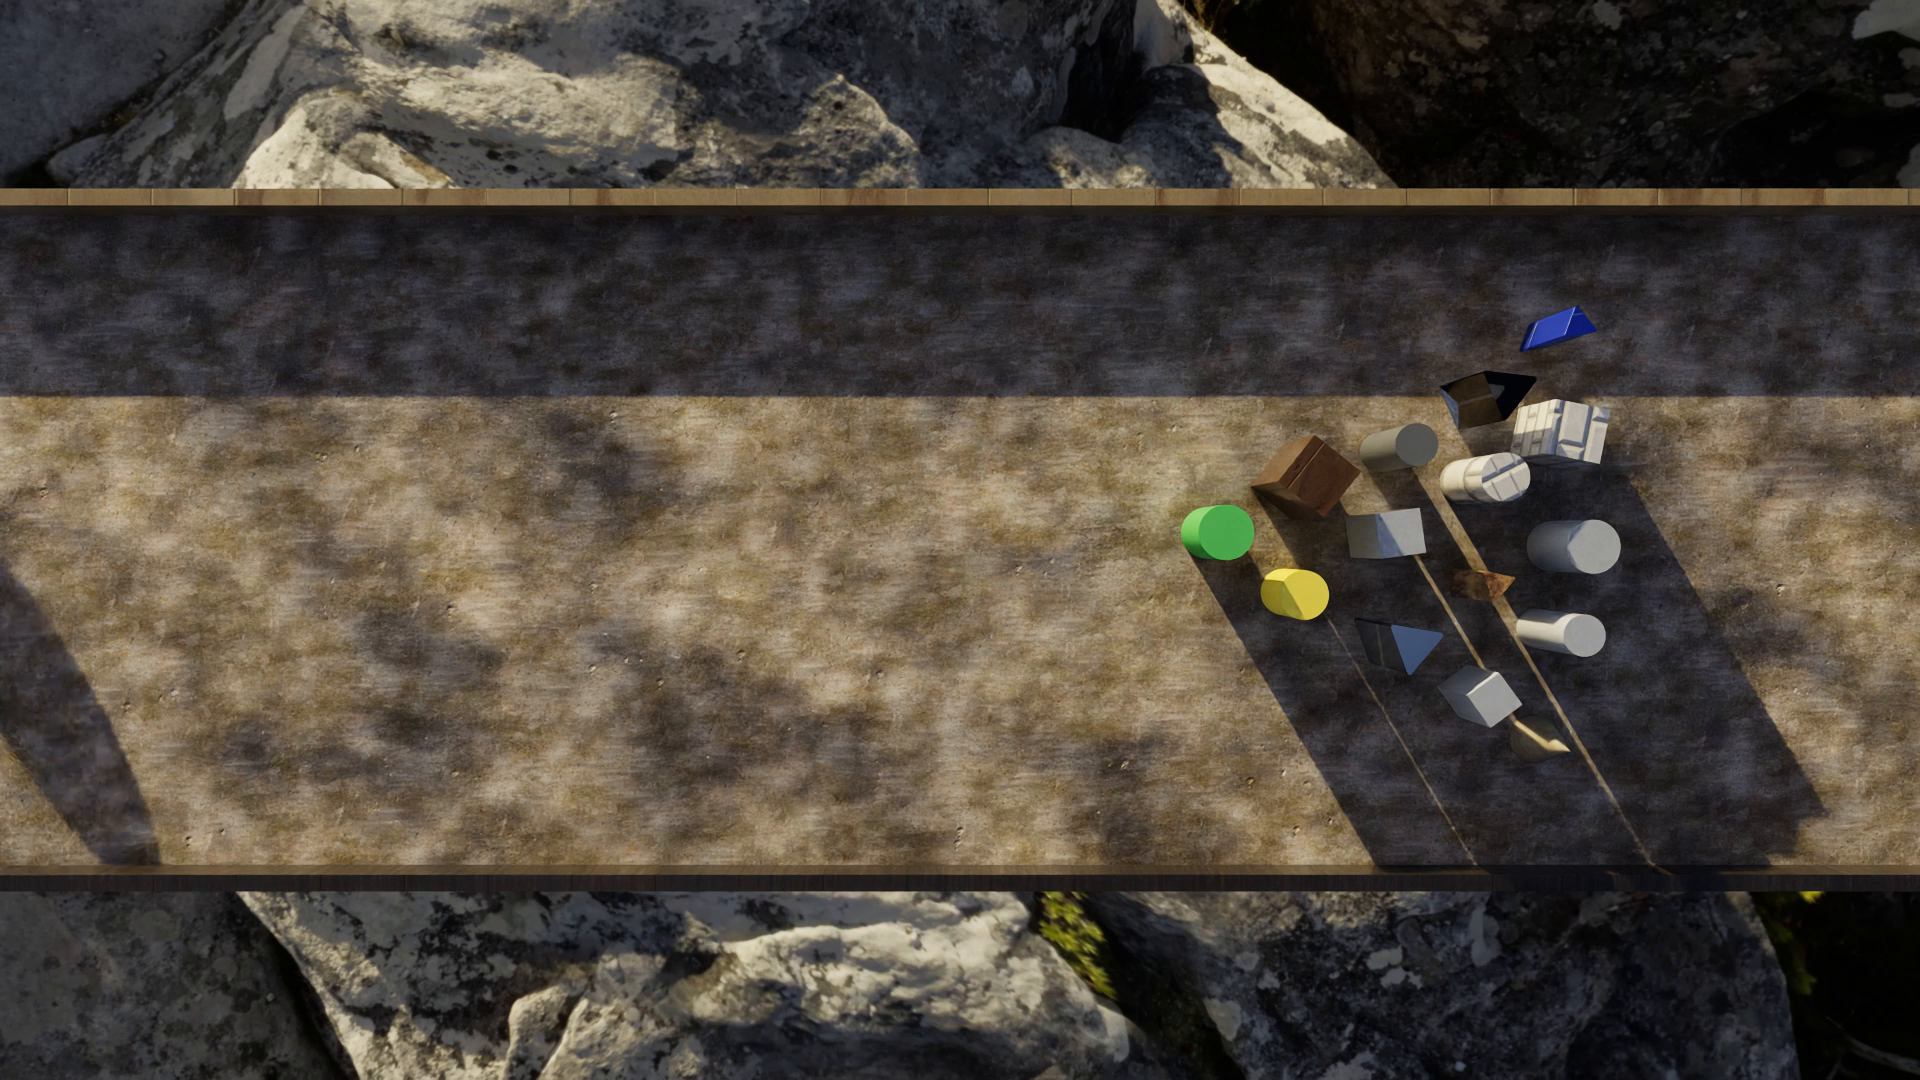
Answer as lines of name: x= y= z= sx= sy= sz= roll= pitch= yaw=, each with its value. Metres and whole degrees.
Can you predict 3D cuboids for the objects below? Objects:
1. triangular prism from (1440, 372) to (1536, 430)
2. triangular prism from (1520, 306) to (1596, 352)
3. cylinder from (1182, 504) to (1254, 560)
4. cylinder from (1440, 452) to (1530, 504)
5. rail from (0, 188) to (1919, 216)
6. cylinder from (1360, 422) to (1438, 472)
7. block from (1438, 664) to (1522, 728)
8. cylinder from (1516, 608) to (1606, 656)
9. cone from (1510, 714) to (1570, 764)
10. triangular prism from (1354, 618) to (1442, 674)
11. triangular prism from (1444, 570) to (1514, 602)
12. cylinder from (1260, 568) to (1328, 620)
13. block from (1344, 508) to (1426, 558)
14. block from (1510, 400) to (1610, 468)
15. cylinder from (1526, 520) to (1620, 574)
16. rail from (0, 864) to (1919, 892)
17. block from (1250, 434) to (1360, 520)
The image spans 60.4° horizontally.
triangular prism: x=1.528 y=-0.436 z=4.861 sx=0.129 sy=0.430 sz=0.149 roll=37 pitch=90 yaw=0
triangular prism: x=1.761 y=-0.627 z=4.884 sx=0.091 sy=0.385 sz=0.079 roll=-9 pitch=90 yaw=0
cylinder: x=0.760 y=-0.022 z=4.890 sx=0.159 sy=0.373 sz=0.159 roll=0 pitch=90 yaw=0
cylinder: x=1.545 y=-0.179 z=4.873 sx=0.139 sy=0.408 sz=0.139 roll=0 pitch=90 yaw=0
rail: x=-2.247 y=-1.025 z=5.002 sx=12.000 sy=0.150 sz=0.050 roll=0 pitch=90 yaw=0
cylinder: x=1.291 y=-0.270 z=4.868 sx=0.122 sy=0.417 sz=0.122 roll=0 pitch=90 yaw=0
block: x=1.548 y=0.464 z=4.924 sx=0.114 sy=0.305 sz=0.114 roll=-36 pitch=90 yaw=0
cylinder: x=1.772 y=0.272 z=4.878 sx=0.120 sy=0.396 sz=0.120 roll=0 pitch=90 yaw=0
cone: x=1.767 y=0.612 z=4.926 sx=0.151 sy=0.302 sz=0.151 roll=0 pitch=90 yaw=0
triangular prism: x=1.264 y=0.282 z=4.860 sx=0.129 sy=0.432 sz=0.149 roll=40 pitch=90 yaw=0
triangular prism: x=1.517 y=0.116 z=4.880 sx=0.079 sy=0.394 sz=0.091 roll=42 pitch=90 yaw=0
cylinder: x=0.997 y=0.160 z=4.926 sx=0.144 sy=0.301 sz=0.144 roll=0 pitch=90 yaw=0
block: x=1.257 y=-0.019 z=4.890 sx=0.129 sy=0.372 sz=0.129 roll=-8 pitch=90 yaw=0
block: x=1.783 y=-0.313 z=4.916 sx=0.159 sy=0.320 sz=0.159 roll=11 pitch=90 yaw=0
cylinder: x=1.821 y=0.019 z=4.909 sx=0.156 sy=0.335 sz=0.156 roll=0 pitch=90 yaw=0
rail: x=-2.247 y=1.025 z=5.001 sx=12.000 sy=0.150 sz=0.050 roll=0 pitch=90 yaw=0
block: x=1.009 y=-0.179 z=4.852 sx=0.166 sy=0.449 sz=0.166 roll=38 pitch=90 yaw=0
